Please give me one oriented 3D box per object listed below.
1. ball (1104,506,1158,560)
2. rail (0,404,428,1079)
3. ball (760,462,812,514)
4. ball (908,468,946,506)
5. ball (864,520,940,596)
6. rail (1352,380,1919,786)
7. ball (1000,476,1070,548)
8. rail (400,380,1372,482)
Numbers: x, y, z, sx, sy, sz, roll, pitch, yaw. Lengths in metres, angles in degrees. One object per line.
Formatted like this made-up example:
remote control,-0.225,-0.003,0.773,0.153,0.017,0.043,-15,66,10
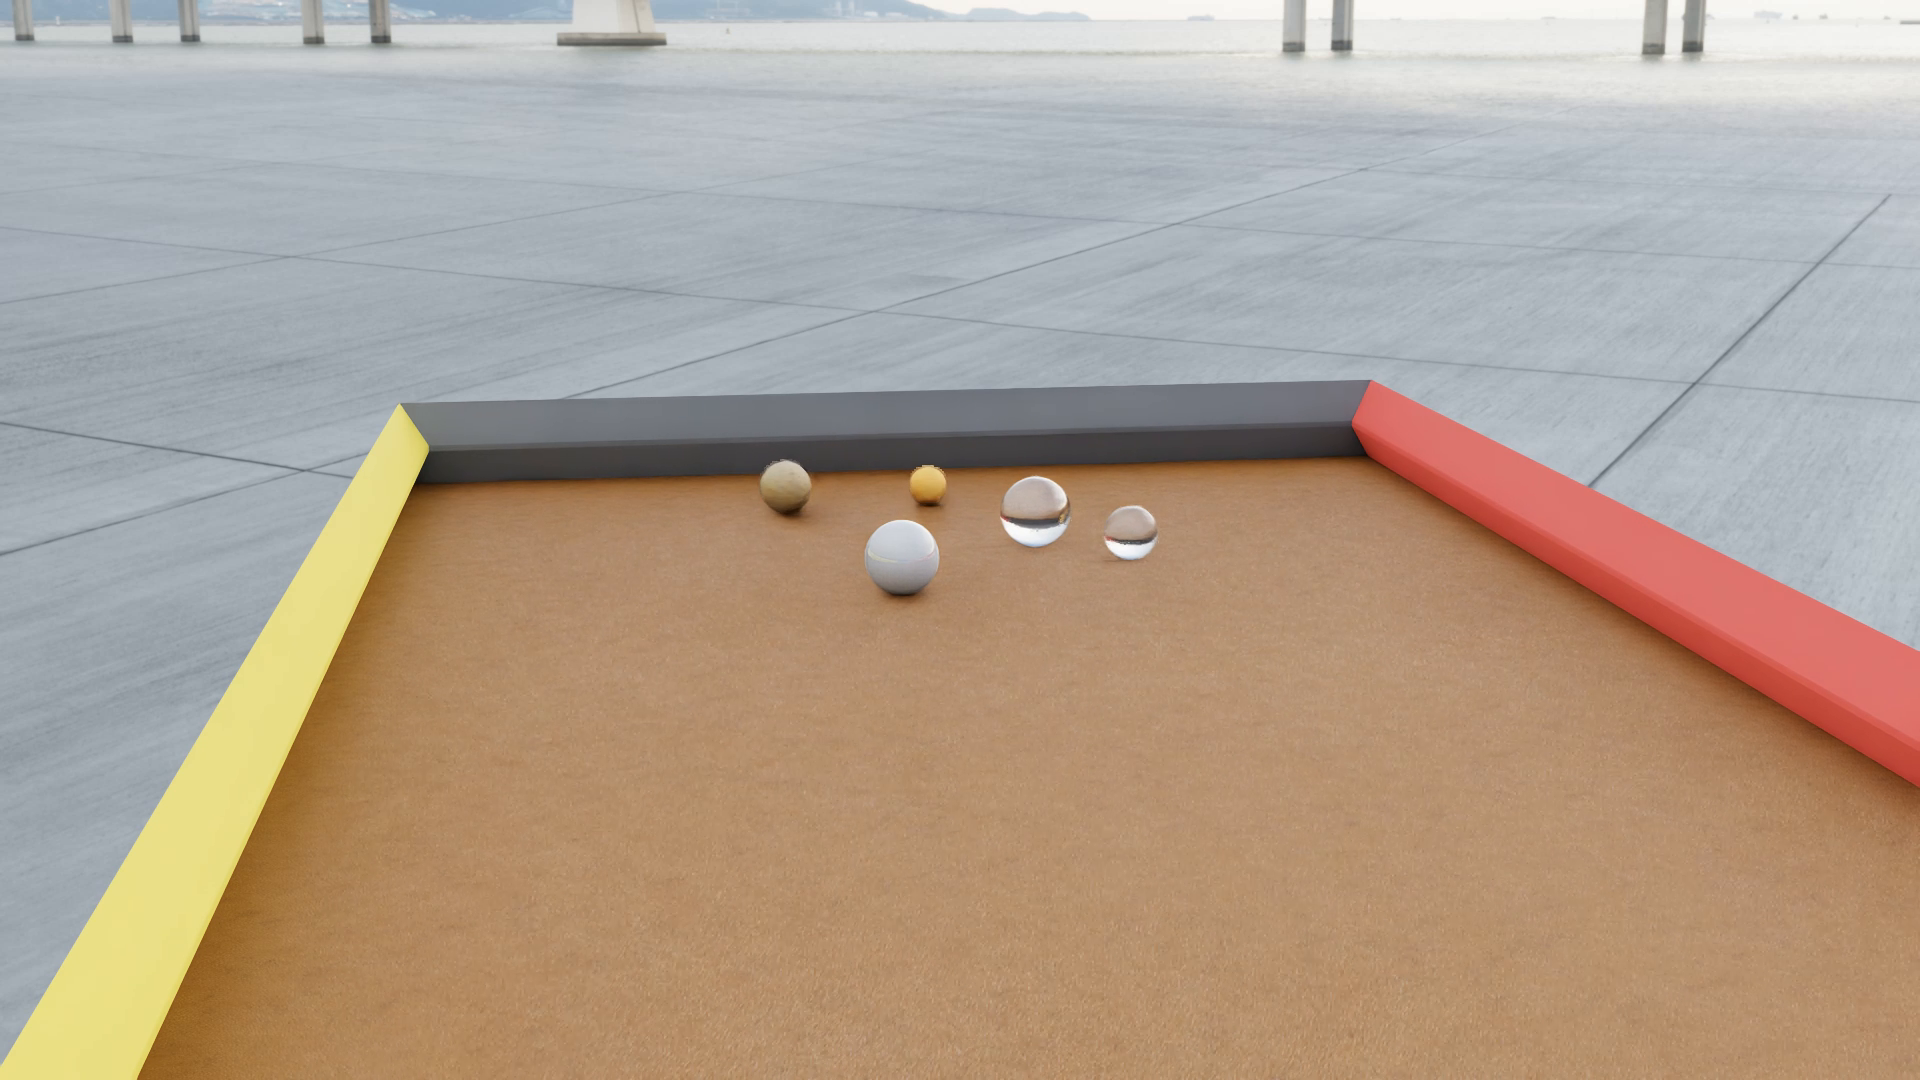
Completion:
ball,0.220,-0.009,2.831,0.070,0.070,0.070,0,13,0
rail,-0.629,0.150,2.052,0.045,0.121,2.561,-2,14,-8
ball,-0.245,-0.074,3.096,0.073,0.073,0.073,0,13,0
ball,-0.046,-0.077,3.148,0.054,0.054,0.054,0,13,0
ball,-0.070,0.021,2.658,0.091,0.091,0.091,0,13,0
rail,0.812,0.101,2.255,0.045,0.121,2.561,-2,14,-8
ball,0.099,-0.037,2.897,0.093,0.093,0.093,0,13,0
rail,-0.088,-0.164,3.363,1.503,0.121,0.045,-2,14,-8
